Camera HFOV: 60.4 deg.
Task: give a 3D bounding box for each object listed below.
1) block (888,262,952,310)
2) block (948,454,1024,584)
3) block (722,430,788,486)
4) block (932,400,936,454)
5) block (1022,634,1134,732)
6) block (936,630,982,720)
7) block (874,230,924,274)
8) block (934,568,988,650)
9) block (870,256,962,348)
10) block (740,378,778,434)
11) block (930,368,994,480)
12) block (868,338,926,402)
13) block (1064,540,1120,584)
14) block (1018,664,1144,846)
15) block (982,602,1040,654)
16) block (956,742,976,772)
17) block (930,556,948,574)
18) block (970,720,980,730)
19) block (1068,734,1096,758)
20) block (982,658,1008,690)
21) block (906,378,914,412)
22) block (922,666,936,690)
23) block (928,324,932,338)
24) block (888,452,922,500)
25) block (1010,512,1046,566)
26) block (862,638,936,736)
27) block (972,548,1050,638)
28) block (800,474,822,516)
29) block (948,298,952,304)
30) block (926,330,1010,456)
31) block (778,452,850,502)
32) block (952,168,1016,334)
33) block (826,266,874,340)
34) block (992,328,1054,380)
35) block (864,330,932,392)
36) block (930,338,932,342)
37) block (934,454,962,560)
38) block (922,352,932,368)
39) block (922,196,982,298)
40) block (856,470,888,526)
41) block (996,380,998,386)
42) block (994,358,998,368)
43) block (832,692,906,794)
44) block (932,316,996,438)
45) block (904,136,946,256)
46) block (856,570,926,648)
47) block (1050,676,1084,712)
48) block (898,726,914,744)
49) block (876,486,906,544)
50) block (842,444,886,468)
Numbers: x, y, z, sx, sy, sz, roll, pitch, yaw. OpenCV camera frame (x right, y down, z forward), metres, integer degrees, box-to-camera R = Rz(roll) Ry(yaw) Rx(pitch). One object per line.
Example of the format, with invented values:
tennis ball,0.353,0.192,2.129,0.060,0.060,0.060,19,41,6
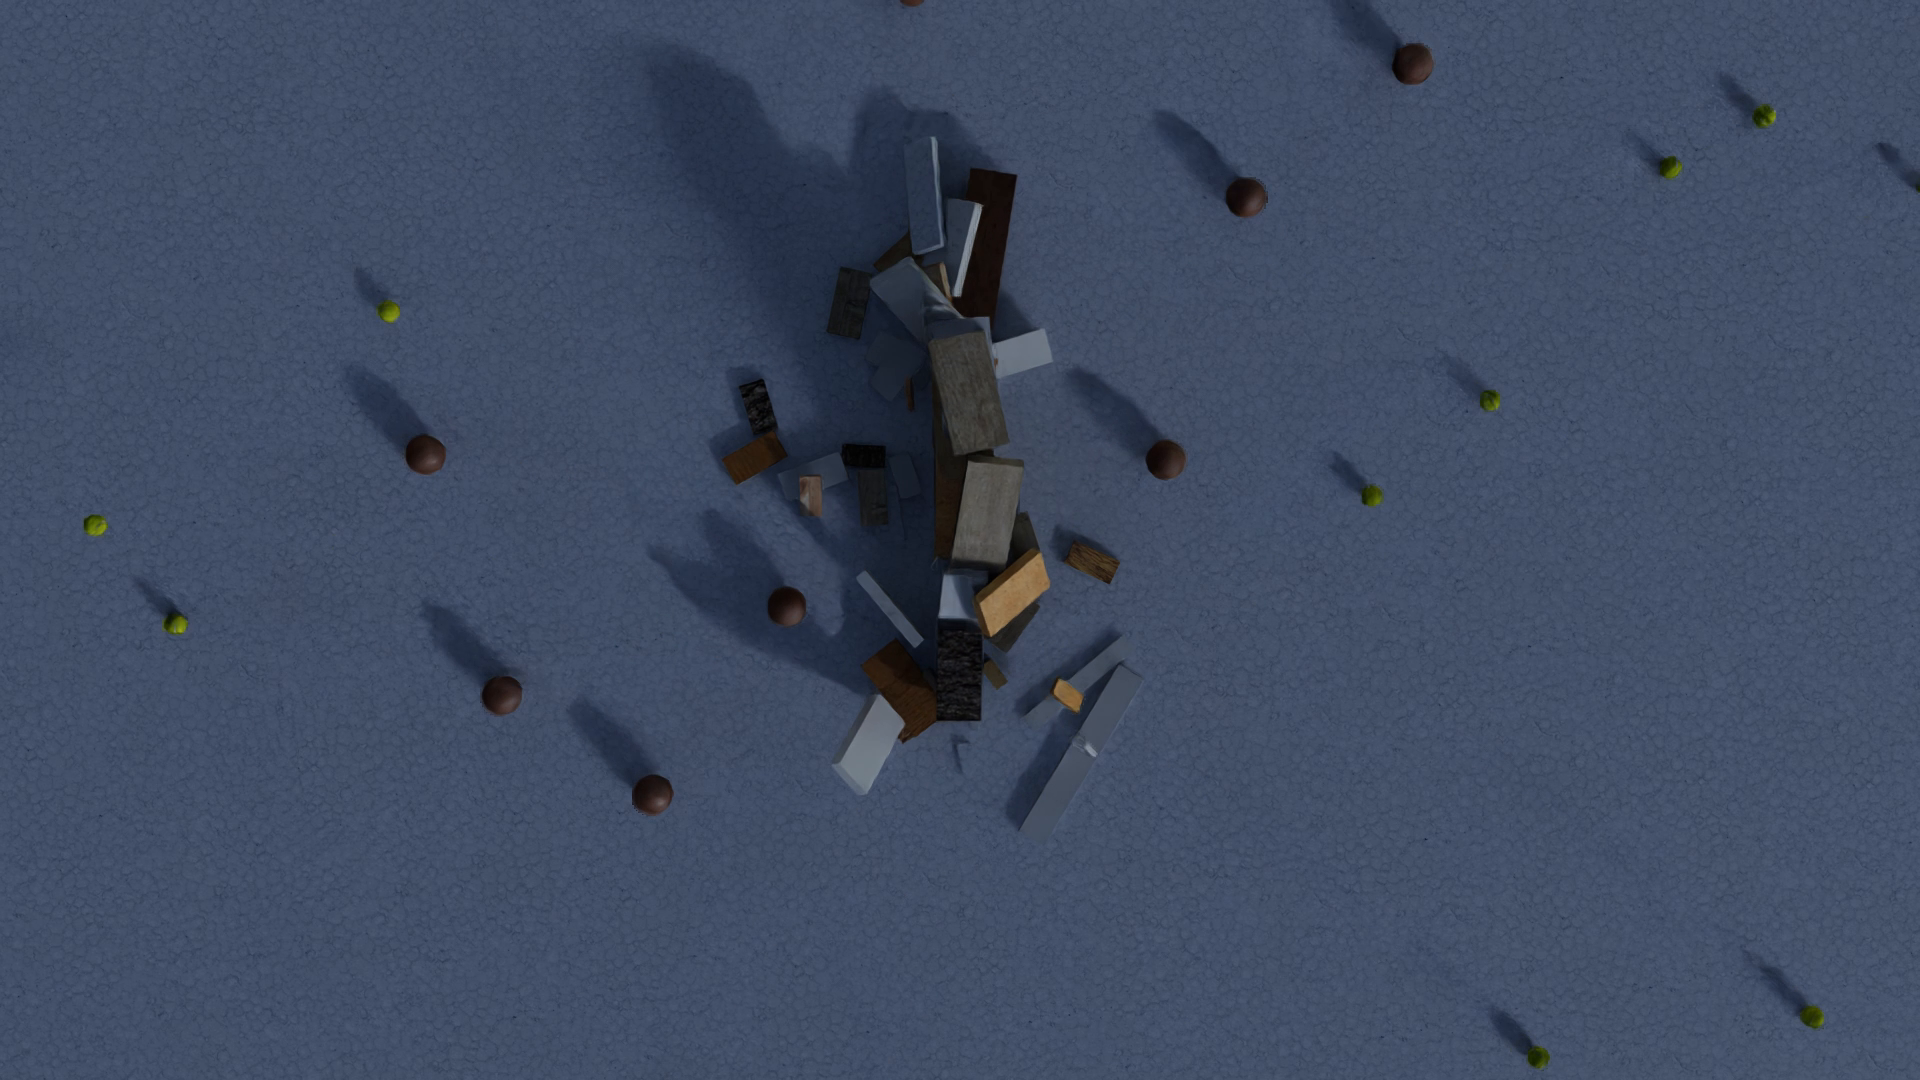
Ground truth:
block,-0.144,-0.831,5.400,0.229,0.032,0.114,-6,100,32
block,0.070,-0.004,5.323,0.180,0.051,0.567,6,119,-8
block,-0.682,-0.274,5.486,0.195,0.028,0.098,-30,90,0
block,0.001,-0.296,5.380,0.178,0.050,0.356,-1,119,-1
block,0.395,0.477,5.491,0.433,0.018,0.063,-39,90,0
block,-0.003,0.441,5.386,0.146,0.041,0.292,1,90,-6
block,-0.170,-0.948,5.484,0.221,0.031,0.110,-43,90,0
block,0.002,0.232,5.397,0.146,0.041,0.292,4,119,-7
block,-0.135,-0.762,5.307,0.153,0.043,0.306,-29,130,20
block,-0.670,-0.443,5.488,0.084,0.024,0.167,-17,90,0
block,0.008,-0.376,5.251,0.178,0.050,0.356,-4,96,-1
block,-0.205,-0.562,5.455,0.098,0.028,0.195,40,90,0
block,0.439,0.074,5.488,0.167,0.024,0.084,25,90,0
block,0.403,0.714,5.486,0.097,0.028,0.645,31,90,0
block,0.172,0.271,5.486,0.097,0.028,0.194,36,90,0
block,0.021,0.723,5.493,0.047,0.013,0.095,-13,90,0
block,-0.039,0.091,5.454,0.103,0.015,0.051,23,116,-16
block,0.033,0.539,5.456,0.025,0.088,0.175,-12,90,0
block,0.396,0.667,5.331,0.063,0.125,0.018,28,80,29
block,0.113,0.447,5.493,0.047,0.013,0.095,-36,90,0
block,-0.164,-0.477,5.421,0.015,0.053,0.105,-3,99,7
block,-0.058,0.498,5.455,0.025,0.088,0.176,-38,90,6
block,-0.019,-0.576,5.326,0.129,0.037,0.258,-9,98,4
block,-0.182,-0.215,5.490,0.072,0.020,0.143,-19,90,0
block,0.208,0.012,5.486,0.097,0.028,0.194,-19,90,0
block,-0.179,0.489,5.471,0.149,0.042,0.299,-38,87,0
block,0.168,0.172,5.376,0.292,0.041,0.146,-39,129,-28
block,-0.494,-0.147,5.457,0.072,0.020,0.143,0,116,-4
block,-0.107,-0.770,5.445,0.167,0.024,0.084,12,93,31
block,0.026,-0.456,5.111,0.180,0.051,0.360,-13,97,0
block,-0.485,-0.211,5.475,0.219,0.028,0.098,-20,90,6
block,0.055,-0.857,5.435,0.153,0.043,0.713,9,92,0
block,-0.366,-0.788,5.484,0.110,0.031,0.220,12,90,0
block,0.186,-0.612,5.438,0.229,0.032,0.114,-19,101,-18
block,-0.196,-0.596,5.484,0.221,0.031,0.110,29,90,0
block,-0.052,-0.609,5.296,0.053,0.015,0.105,-25,96,5
block,0.006,-0.109,5.403,0.178,0.050,0.356,-1,113,-2
block,-0.074,-0.596,5.282,0.049,0.014,0.098,32,96,-3
block,-0.034,-0.961,5.402,0.153,0.043,0.306,18,97,34
block,-0.289,-0.140,5.461,0.092,0.026,0.184,-4,90,0
block,0.100,-0.555,5.492,0.059,0.017,0.119,6,90,0
block,0.044,-0.503,5.201,0.092,0.026,0.184,23,95,-3
block,-0.295,0.657,5.330,0.149,0.042,0.299,52,47,-26
block,0.019,-0.510,5.156,0.180,0.051,0.360,-6,97,-1
block,-0.117,-1.133,5.426,0.114,0.032,0.371,-11,79,35
block,-0.228,0.224,5.425,0.042,0.149,0.299,-40,90,0
block,0.347,0.504,5.362,0.125,0.018,0.063,38,60,-30
block,-0.164,0.633,5.493,0.095,0.013,0.047,-32,90,0
block,-0.241,-0.084,5.487,0.092,0.026,0.184,-9,90,0
block,-0.321,-0.280,5.490,0.143,0.020,0.072,3,90,0
